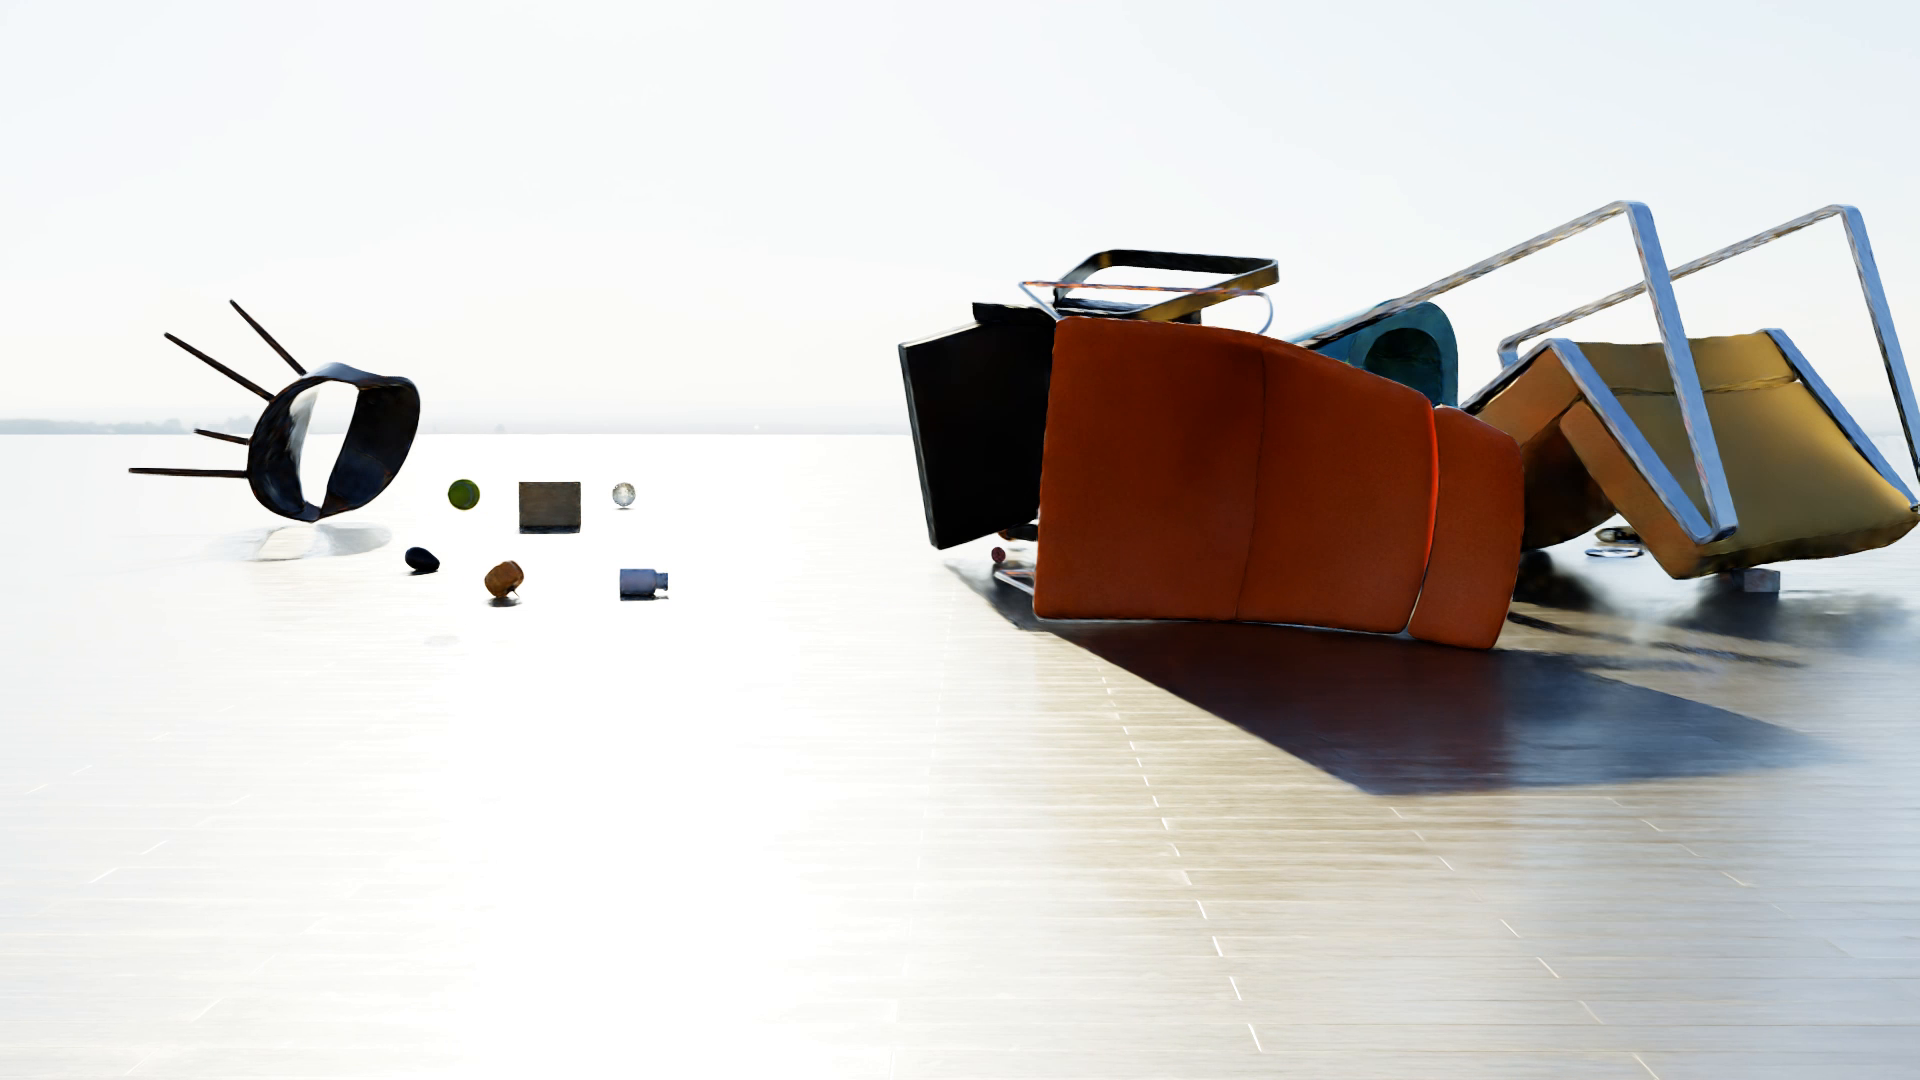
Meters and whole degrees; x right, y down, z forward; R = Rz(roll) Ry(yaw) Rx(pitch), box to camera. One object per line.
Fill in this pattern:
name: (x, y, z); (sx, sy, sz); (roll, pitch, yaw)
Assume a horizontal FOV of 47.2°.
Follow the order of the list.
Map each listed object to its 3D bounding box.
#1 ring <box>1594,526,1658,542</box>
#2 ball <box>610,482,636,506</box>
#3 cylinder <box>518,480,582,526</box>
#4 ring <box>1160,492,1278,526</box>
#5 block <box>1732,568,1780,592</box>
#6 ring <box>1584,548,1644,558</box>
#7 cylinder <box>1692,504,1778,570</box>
ring: (1.968, -0.018, 6.492); (0.184, 0.044, 0.132); (0, 3, 16)
ball: (-1.280, -0.175, 8.376); (0.098, 0.098, 0.098); (0, 4, 0)
cylinder: (-1.350, -0.121, 7.239); (0.208, 0.147, 0.083); (0, 4, -3)
ring: (0.872, -0.104, 7.396); (0.374, 0.092, 0.429); (-3, 6, -32)
block: (1.777, 0.089, 4.909); (0.083, 0.046, 0.063); (0, 4, -6)
ring: (1.751, 0.034, 5.885); (0.156, 0.024, 0.088); (1, 3, 17)
cylinder: (1.933, -0.007, 5.486); (0.185, 0.152, 0.180); (26, 15, 23)
